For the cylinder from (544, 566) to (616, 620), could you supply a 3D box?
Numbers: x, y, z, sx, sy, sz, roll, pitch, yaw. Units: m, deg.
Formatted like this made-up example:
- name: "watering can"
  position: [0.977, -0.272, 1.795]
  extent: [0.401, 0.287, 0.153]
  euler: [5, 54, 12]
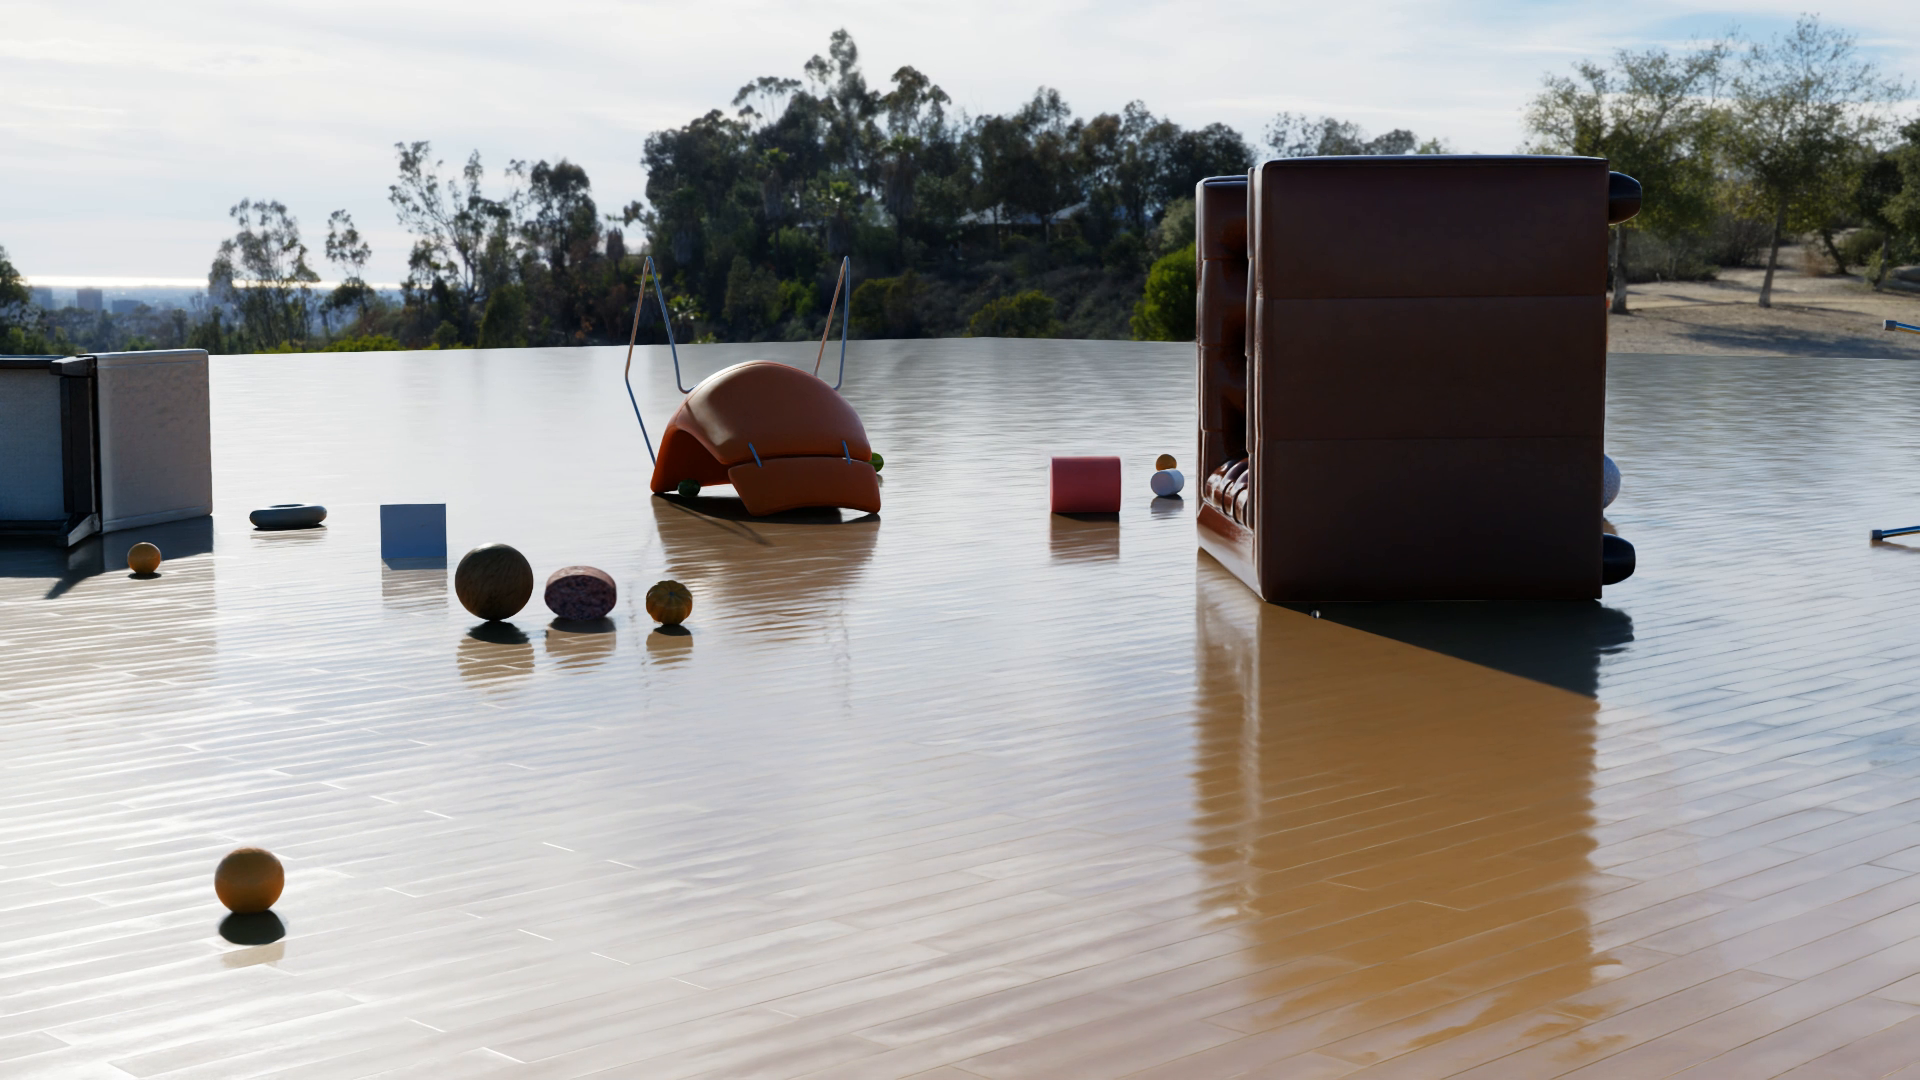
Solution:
- name: "cylinder"
  position: [-0.737, 0.102, 4.990]
  extent: [0.138, 0.088, 0.163]
  euler: [3, 5, -8]

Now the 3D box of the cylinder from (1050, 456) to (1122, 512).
- name: "cylinder"
  position: [0.350, -0.156, 7.161]
  extent: [0.190, 0.158, 0.152]
  euler: [0, 17, -1]

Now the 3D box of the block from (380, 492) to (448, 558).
- name: "block"
  position: [-1.316, -0.039, 6.179]
  extent: [0.152, 0.126, 0.340]
  euler: [-1, 6, -12]

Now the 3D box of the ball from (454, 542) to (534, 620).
- name: "ball"
  position: [-0.891, 0.080, 4.906]
  extent: [0.150, 0.150, 0.150]
  euler: [0, 6, 0]

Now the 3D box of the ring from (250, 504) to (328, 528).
- name: "ring"
  position: [-1.779, -0.065, 6.798]
  extent: [0.131, 0.052, 0.226]
  euler: [7, 9, 41]

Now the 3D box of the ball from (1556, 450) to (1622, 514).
- name: "ball"
  position: [1.748, -0.163, 7.135]
  extent: [0.177, 0.177, 0.177]
  euler: [0, 6, 0]
